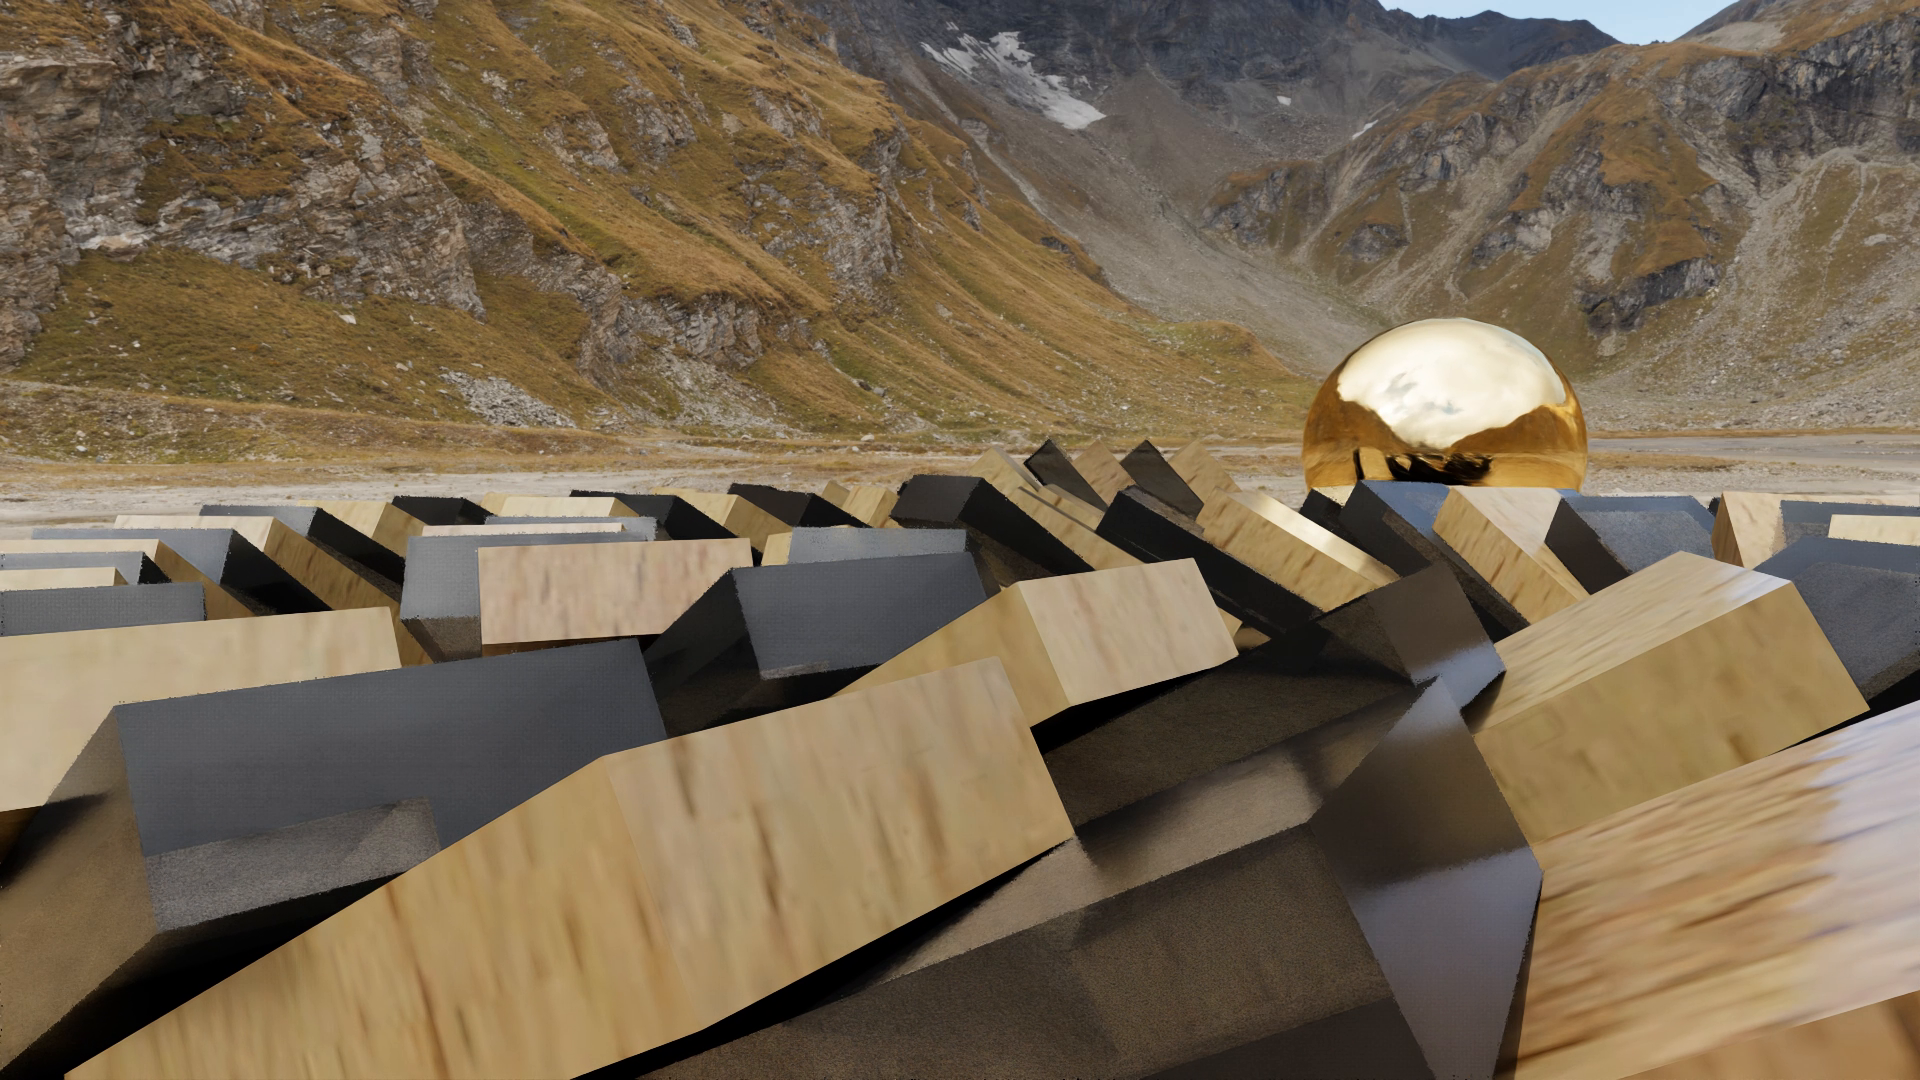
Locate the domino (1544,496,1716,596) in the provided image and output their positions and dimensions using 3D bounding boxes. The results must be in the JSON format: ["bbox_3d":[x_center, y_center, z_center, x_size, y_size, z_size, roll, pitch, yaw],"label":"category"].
[{"bbox_3d":[0.120,0.010,0.208,0.025,0.010,0.050,-1,34,-8],"label":"domino"}]

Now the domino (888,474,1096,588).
[{"bbox_3d":[0.013,0.006,0.240,0.050,0.010,0.025,38,-14,-26],"label":"domino"}]

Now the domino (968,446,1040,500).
[{"bbox_3d":[0.024,-0.005,0.355,0.050,0.009,0.025,45,8,2],"label":"domino"}]

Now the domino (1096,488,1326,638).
[{"bbox_3d":[0.053,0.007,0.259,0.050,0.009,0.025,32,11,11],"label":"domino"}]

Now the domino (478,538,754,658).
[{"bbox_3d":[-0.039,0.015,0.141,0.025,0.010,0.050,-2,-25,-21],"label":"domino"}]

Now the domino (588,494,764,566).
[{"bbox_3d":[-0.047,0.007,0.247,0.025,0.010,0.050,2,-25,38],"label":"domino"}]

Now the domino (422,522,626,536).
[{"bbox_3d":[-0.054,0.013,0.182,0.025,0.009,0.050,-1,-24,1],"label":"domino"}]

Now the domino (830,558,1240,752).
[{"bbox_3d":[-0.003,0.018,0.114,0.050,0.010,0.025,-34,-18,36],"label":"domino"}]

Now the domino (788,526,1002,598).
[{"bbox_3d":[-0.006,0.012,0.197,0.025,0.010,0.050,1,-22,15],"label":"domino"}]

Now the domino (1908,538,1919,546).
[{"bbox_3d":[0.081,0.017,0.113,0.050,0.009,0.025,-32,11,-8],"label":"domino"}]

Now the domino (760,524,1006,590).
[{"bbox_3d":[-0.007,0.011,0.224,0.050,0.010,0.025,23,-17,-35],"label":"domino"}]

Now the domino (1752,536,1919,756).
[{"bbox_3d":[0.061,0.018,0.107,0.050,0.010,0.025,-31,6,-2],"label":"domino"}]

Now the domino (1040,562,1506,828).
[{"bbox_3d":[0.016,0.018,0.104,0.050,0.009,0.025,-32,-13,30],"label":"domino"}]

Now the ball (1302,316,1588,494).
[{"bbox_3d":[0.144,-0.026,0.384,0.080,0.080,0.080,0,4,0],"label":"ball"}]

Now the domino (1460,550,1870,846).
[{"bbox_3d":[0.039,0.018,0.101,0.050,0.010,0.025,-30,-4,15],"label":"domino"}]

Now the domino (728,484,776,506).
[{"bbox_3d":[-0.036,0.001,0.333,0.050,0.010,0.025,31,-12,-29],"label":"domino"}]

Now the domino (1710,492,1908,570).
[{"bbox_3d":[0.127,0.011,0.185,0.025,0.009,0.050,4,36,18],"label":"domino"}]

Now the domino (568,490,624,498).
[{"bbox_3d":[-0.067,0.004,0.304,0.025,0.010,0.050,5,-22,48],"label":"domino"}]

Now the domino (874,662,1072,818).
[{"bbox_3d":[0.000,0.025,0.171,0.025,0.009,0.050,0,4,0],"label":"domino"}]

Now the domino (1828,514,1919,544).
[{"bbox_3d":[0.111,0.015,0.145,0.025,0.010,0.050,3,36,38],"label":"domino"}]

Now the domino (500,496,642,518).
[{"bbox_3d":[-0.056,0.008,0.228,0.025,0.009,0.050,1,-26,30],"label":"domino"}]

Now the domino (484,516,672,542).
[{"bbox_3d":[-0.054,0.011,0.203,0.025,0.009,0.050,0,-24,5],"label":"domino"}]

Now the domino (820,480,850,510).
[{"bbox_3d":[-0.016,0.000,0.350,0.050,0.010,0.025,29,2,-6],"label":"domino"}]

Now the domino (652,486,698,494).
[{"bbox_3d":[-0.052,0.003,0.320,0.050,0.009,0.025,31,-14,-33],"label":"domino"}]

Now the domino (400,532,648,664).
[{"bbox_3d":[-0.050,0.014,0.161,0.025,0.010,0.050,-1,-24,-8],"label":"domino"}]

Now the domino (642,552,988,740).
[{"bbox_3d":[-0.021,0.017,0.126,0.025,0.010,0.050,-4,-24,-40],"label":"domino"}]

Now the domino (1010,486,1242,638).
[{"bbox_3d":[0.031,0.006,0.258,0.050,0.009,0.025,31,5,2],"label":"domino"}]

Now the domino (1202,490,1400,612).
[{"bbox_3d":[0.075,0.007,0.254,0.050,0.010,0.025,34,18,22],"label":"domino"}]

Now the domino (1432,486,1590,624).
[{"bbox_3d":[0.110,0.008,0.228,0.025,0.009,0.050,0,35,-22],"label":"domino"}]

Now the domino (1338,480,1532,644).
[{"bbox_3d":[0.099,0.006,0.246,0.025,0.010,0.050,0,35,-31],"label":"domino"}]

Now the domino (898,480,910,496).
[{"bbox_3d":[0.005,0.000,0.355,0.050,0.009,0.025,29,6,1],"label":"domino"}]

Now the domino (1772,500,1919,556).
[{"bbox_3d":[0.121,0.013,0.165,0.025,0.010,0.050,4,36,26],"label":"domino"}]
